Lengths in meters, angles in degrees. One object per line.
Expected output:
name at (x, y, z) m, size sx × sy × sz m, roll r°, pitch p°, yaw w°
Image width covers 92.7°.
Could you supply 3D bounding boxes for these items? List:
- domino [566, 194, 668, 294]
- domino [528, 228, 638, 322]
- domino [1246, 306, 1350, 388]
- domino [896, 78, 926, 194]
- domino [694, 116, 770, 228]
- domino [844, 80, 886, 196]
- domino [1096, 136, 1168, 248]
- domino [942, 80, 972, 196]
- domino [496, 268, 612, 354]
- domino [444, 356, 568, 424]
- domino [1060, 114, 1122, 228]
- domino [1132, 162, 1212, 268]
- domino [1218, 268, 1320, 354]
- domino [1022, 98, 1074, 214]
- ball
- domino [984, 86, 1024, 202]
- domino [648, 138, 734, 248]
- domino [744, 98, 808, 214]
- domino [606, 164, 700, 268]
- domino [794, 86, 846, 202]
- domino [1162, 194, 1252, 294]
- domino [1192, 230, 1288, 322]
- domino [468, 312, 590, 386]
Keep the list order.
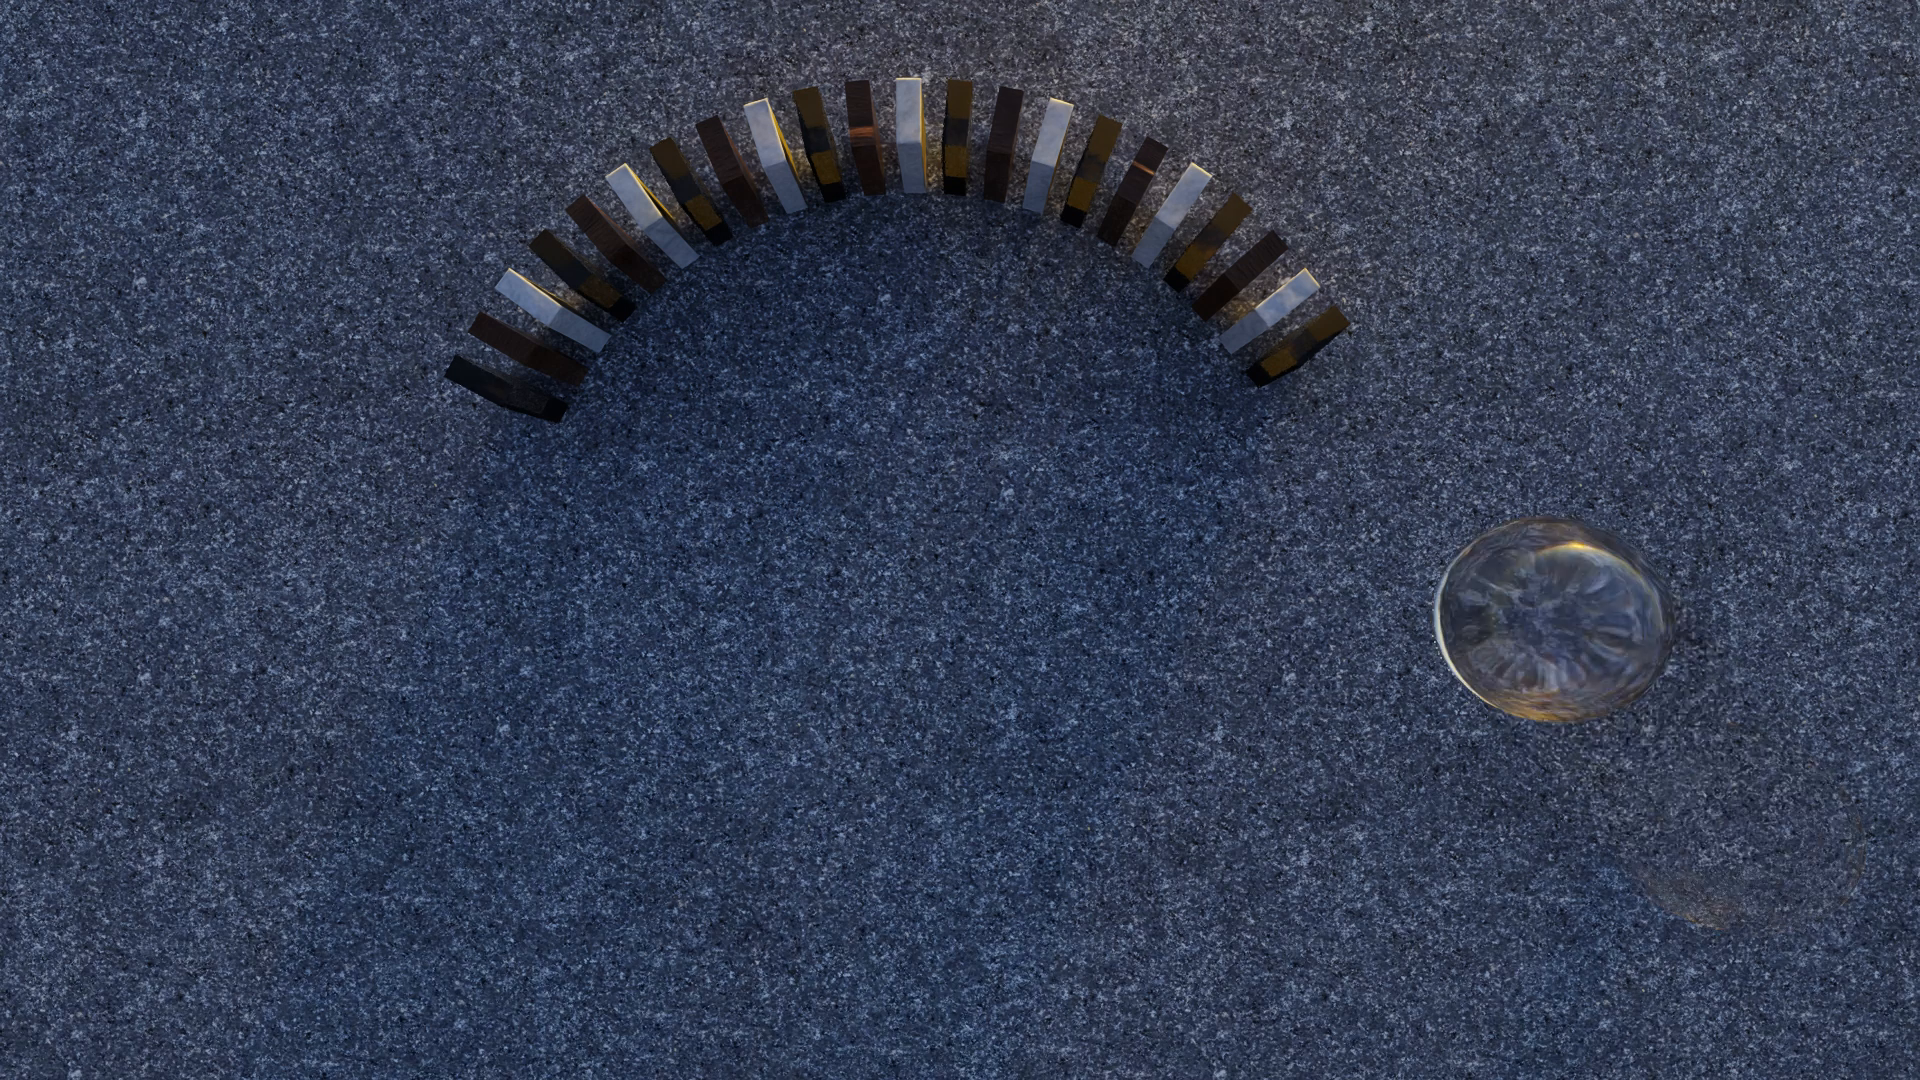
domino at (-0.139, -0.120, 0.375) m, size 0.009 × 0.050 × 0.025 m, roll -41°, pitch 90°, yaw 0°
domino at (-0.153, -0.107, 0.375) m, size 0.025 × 0.050 × 0.009 m, roll 44°, pitch 90°, yaw 0°
domino at (0.137, -0.078, 0.375) m, size 0.025 × 0.050 × 0.009 m, roll -41°, pitch 90°, yaw 0°
domino at (-0.020, -0.164, 0.375) m, size 0.010 × 0.050 × 0.025 m, roll 0°, pitch 90°, yaw 0°
domino at (-0.092, -0.149, 0.375) m, size 0.009 × 0.050 × 0.025 m, roll -23°, pitch 90°, yaw 0°
domino at (-0.038, -0.163, 0.375) m, size 0.010 × 0.050 × 0.025 m, roll -6°, pitch 90°, yaw 0°
domino at (0.070, -0.141, 0.375) m, size 0.009 × 0.050 × 0.025 m, roll 29°, pitch 90°, yaw 0°
domino at (-0.001, -0.163, 0.375) m, size 0.010 × 0.050 × 0.025 m, roll 6°, pitch 90°, yaw 0°
domino at (-0.165, -0.093, 0.375) m, size 0.025 × 0.050 × 0.010 m, roll 36°, pitch 90°, yaw 0°
domino at (-0.184, -0.061, 0.375) m, size 0.025 × 0.050 × 0.010 m, roll 28°, pitch 90°, yaw 0°
domino at (0.053, -0.149, 0.375) m, size 0.010 × 0.050 × 0.025 m, roll 23°, pitch 90°, yaw 0°
domino at (0.085, -0.131, 0.375) m, size 0.009 × 0.050 × 0.025 m, roll 34°, pitch 90°, yaw 0°
domino at (0.125, -0.092, 0.375) m, size 0.025 × 0.050 × 0.010 m, roll -39°, pitch 90°, yaw 0°
domino at (0.035, -0.156, 0.375) m, size 0.009 × 0.050 × 0.025 m, roll 17°, pitch 90°, yaw 0°
ball at (0.231, 0.031, 0.360) m, size 0.080 × 0.080 × 0.080 m, roll 0°, pitch 90°, yaw 0°
domino at (0.017, -0.160, 0.375) m, size 0.010 × 0.050 × 0.025 m, roll 12°, pitch 90°, yaw 0°
domino at (-0.109, -0.141, 0.375) m, size 0.009 × 0.050 × 0.025 m, roll -29°, pitch 90°, yaw 0°
domino at (-0.075, -0.156, 0.375) m, size 0.010 × 0.050 × 0.025 m, roll -18°, pitch 90°, yaw 0°
domino at (-0.125, -0.131, 0.375) m, size 0.009 × 0.050 × 0.025 m, roll -35°, pitch 90°, yaw 0°
domino at (-0.057, -0.160, 0.375) m, size 0.010 × 0.050 × 0.025 m, roll -12°, pitch 90°, yaw 0°
domino at (0.100, -0.120, 0.375) m, size 0.009 × 0.050 × 0.025 m, roll 41°, pitch 90°, yaw 0°
domino at (0.113, -0.107, 0.375) m, size 0.025 × 0.050 × 0.009 m, roll -41°, pitch 90°, yaw 0°
domino at (-0.175, -0.077, 0.375) m, size 0.025 × 0.050 × 0.009 m, roll 30°, pitch 90°, yaw 0°
